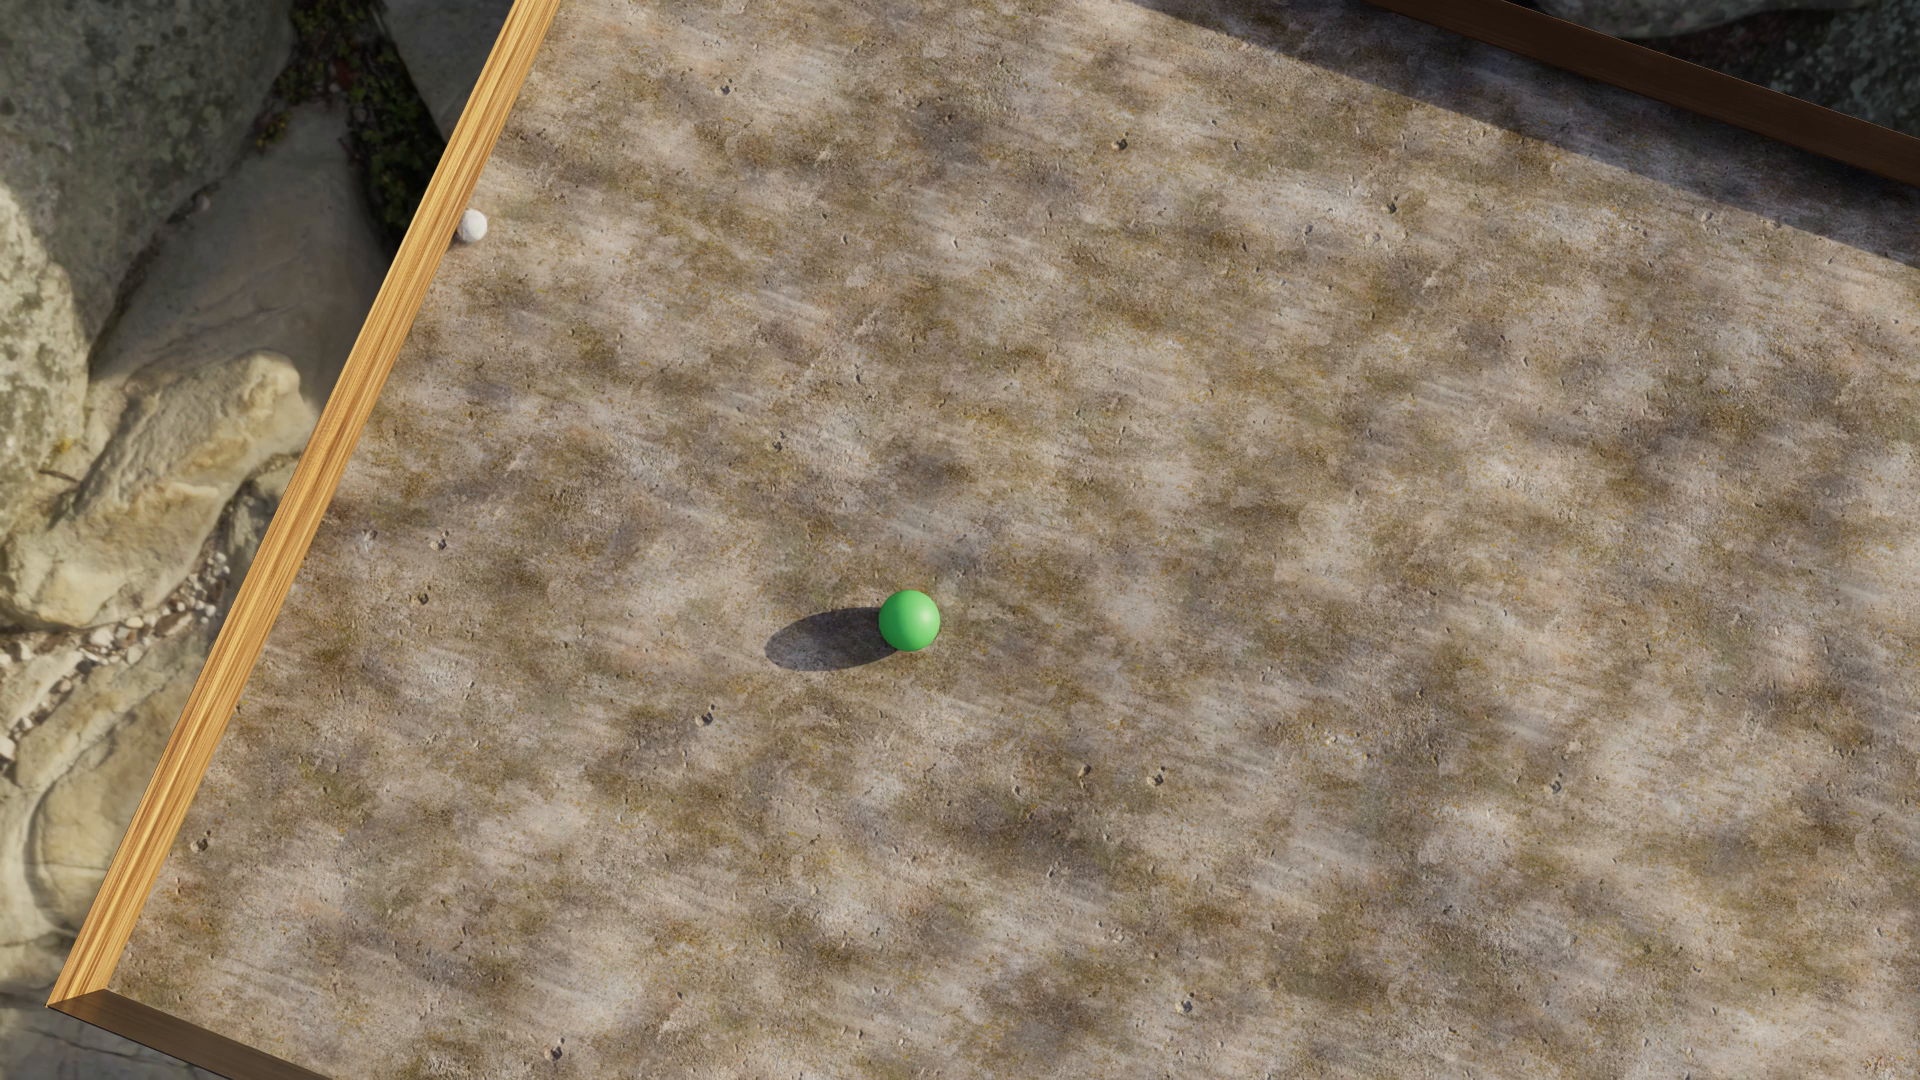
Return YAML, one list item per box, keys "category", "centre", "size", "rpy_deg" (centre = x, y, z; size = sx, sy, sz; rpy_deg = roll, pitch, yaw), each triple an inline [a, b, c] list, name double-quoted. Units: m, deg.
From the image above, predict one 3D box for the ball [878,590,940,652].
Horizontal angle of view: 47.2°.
- category: "ball"
  centre: [-0.076, 0.121, 3.294]
  size: [0.093, 0.093, 0.093]
  rpy_deg: [0, 76, 0]

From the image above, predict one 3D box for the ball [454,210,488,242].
- category: "ball"
  centre: [-0.772, -0.497, 3.472]
  size: [0.051, 0.051, 0.051]
  rpy_deg: [0, 76, 0]

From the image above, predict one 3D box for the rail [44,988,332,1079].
- category: "rail"
  centre: [0.519, 1.298, 2.980]
  size: [3.832, 0.120, 0.045]
  rpy_deg: [20, 77, 5]

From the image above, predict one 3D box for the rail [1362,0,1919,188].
- category: "rail"
  centre: [1.275, -0.659, 3.476]
  size: [3.832, 0.120, 0.045]
  rpy_deg: [20, 77, 5]

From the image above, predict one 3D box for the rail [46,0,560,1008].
- category: "rail"
  centre: [-0.875, -0.324, 3.391]
  size: [0.045, 0.120, 2.204]
  rpy_deg: [20, 77, 5]
